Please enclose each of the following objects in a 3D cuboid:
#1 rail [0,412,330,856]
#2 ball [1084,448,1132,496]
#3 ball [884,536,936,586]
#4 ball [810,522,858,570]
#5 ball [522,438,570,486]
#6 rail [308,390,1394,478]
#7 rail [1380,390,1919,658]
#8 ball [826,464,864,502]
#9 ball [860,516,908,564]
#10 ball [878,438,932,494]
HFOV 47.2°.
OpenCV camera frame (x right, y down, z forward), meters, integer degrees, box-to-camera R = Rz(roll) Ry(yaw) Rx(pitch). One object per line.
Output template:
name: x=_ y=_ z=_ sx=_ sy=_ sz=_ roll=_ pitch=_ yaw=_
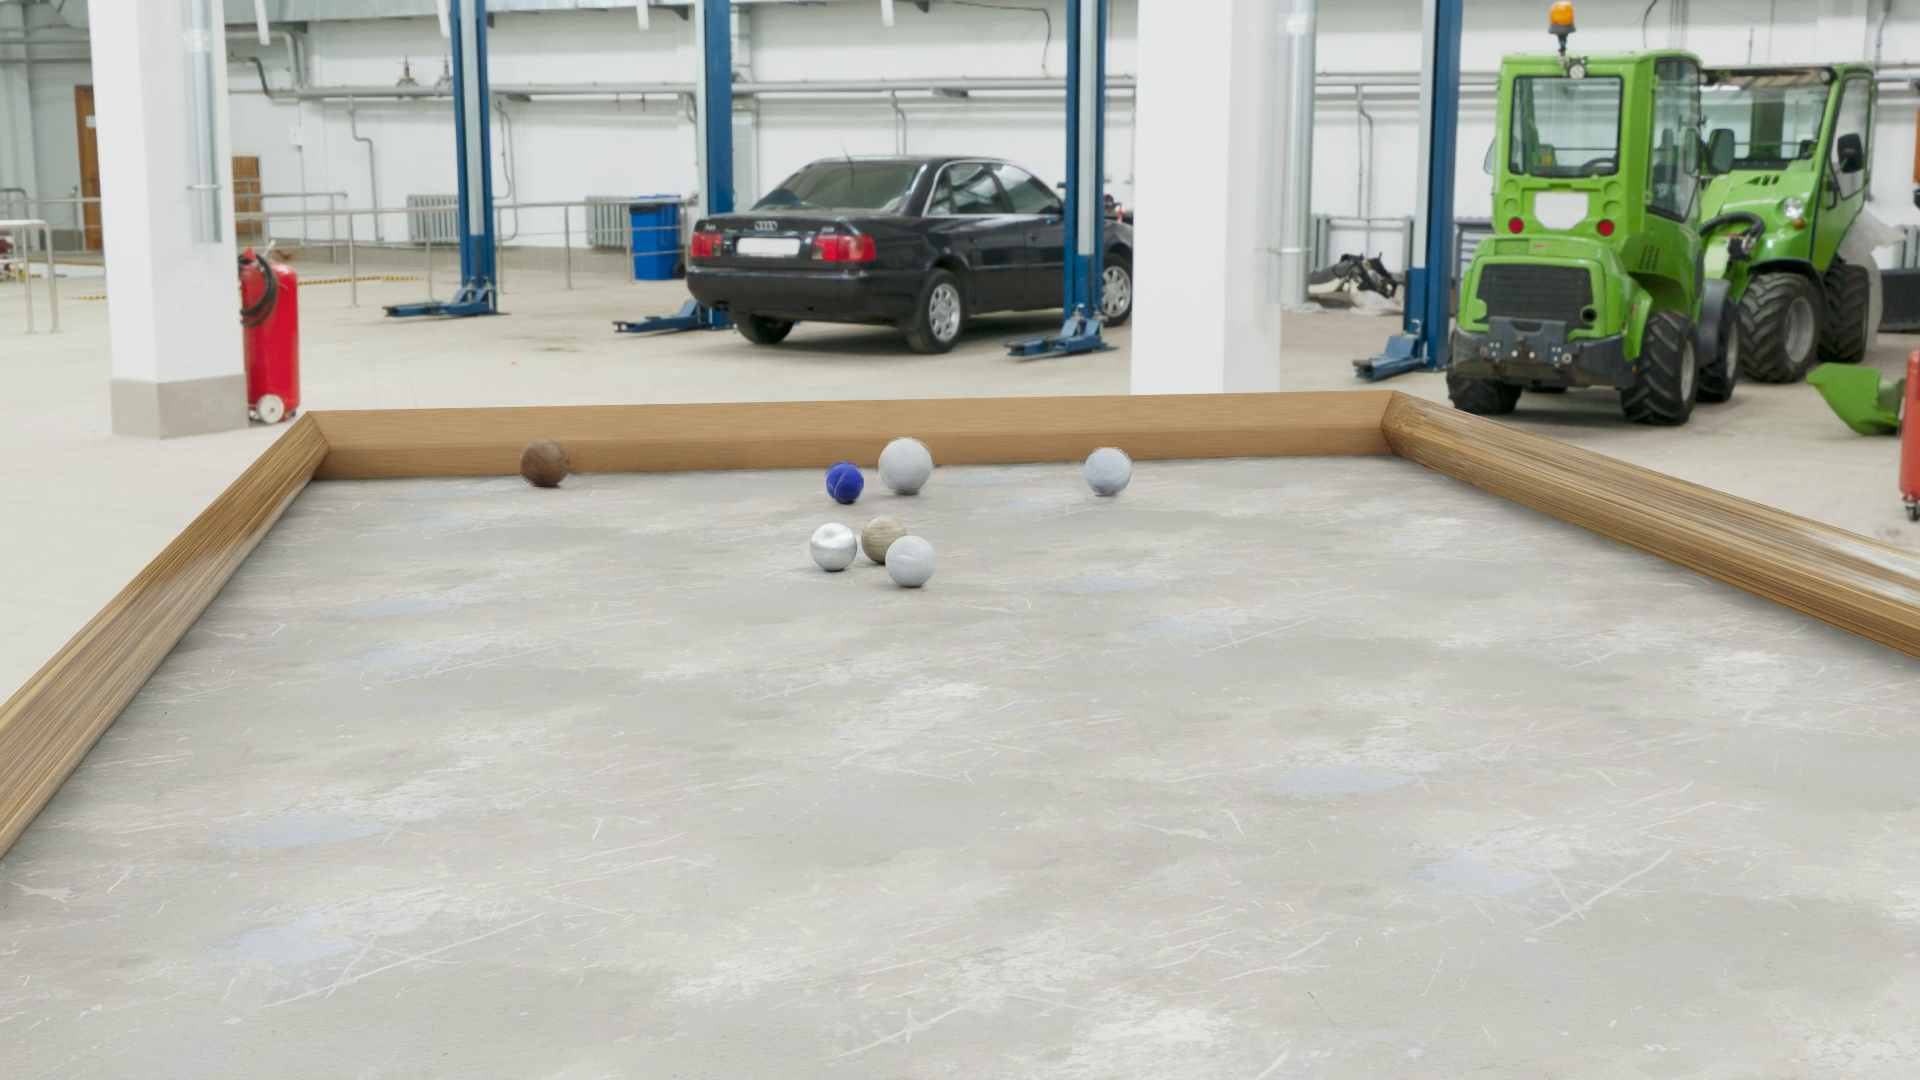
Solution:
rail: x=-0.861 y=0.190 z=2.115 sx=0.045 sy=0.128 sz=4.177 roll=-2 pitch=10 yaw=-9
ball: x=0.265 y=-0.123 z=3.955 sx=0.086 sy=0.086 sz=0.086 roll=0 pitch=10 yaw=0
ball: x=-0.070 y=0.030 z=3.148 sx=0.074 sy=0.074 sz=0.074 roll=0 pitch=10 yaw=0
ball: x=-0.188 y=0.010 z=3.266 sx=0.071 sy=0.071 sz=0.071 roll=0 pitch=10 yaw=0
ball: x=-0.763 y=-0.143 z=4.054 sx=0.090 sy=0.090 sz=0.090 roll=0 pitch=10 yaw=0
rail: x=-0.168 y=-0.206 z=4.288 sx=2.140 sy=0.128 sz=0.045 roll=-2 pitch=10 yaw=-9
rail: x=1.204 y=0.128 z=2.453 sx=0.045 sy=0.128 sz=4.177 roll=-2 pitch=10 yaw=-9
ball: x=-0.204 y=-0.101 z=3.886 sx=0.068 sy=0.068 sz=0.068 roll=0 pitch=10 yaw=0
ball: x=-0.114 y=0.000 z=3.321 sx=0.072 sy=0.072 sz=0.072 roll=0 pitch=10 yaw=0
ball: x=-0.099 y=-0.133 z=3.977 sx=0.099 sy=0.099 sz=0.099 roll=0 pitch=10 yaw=0
